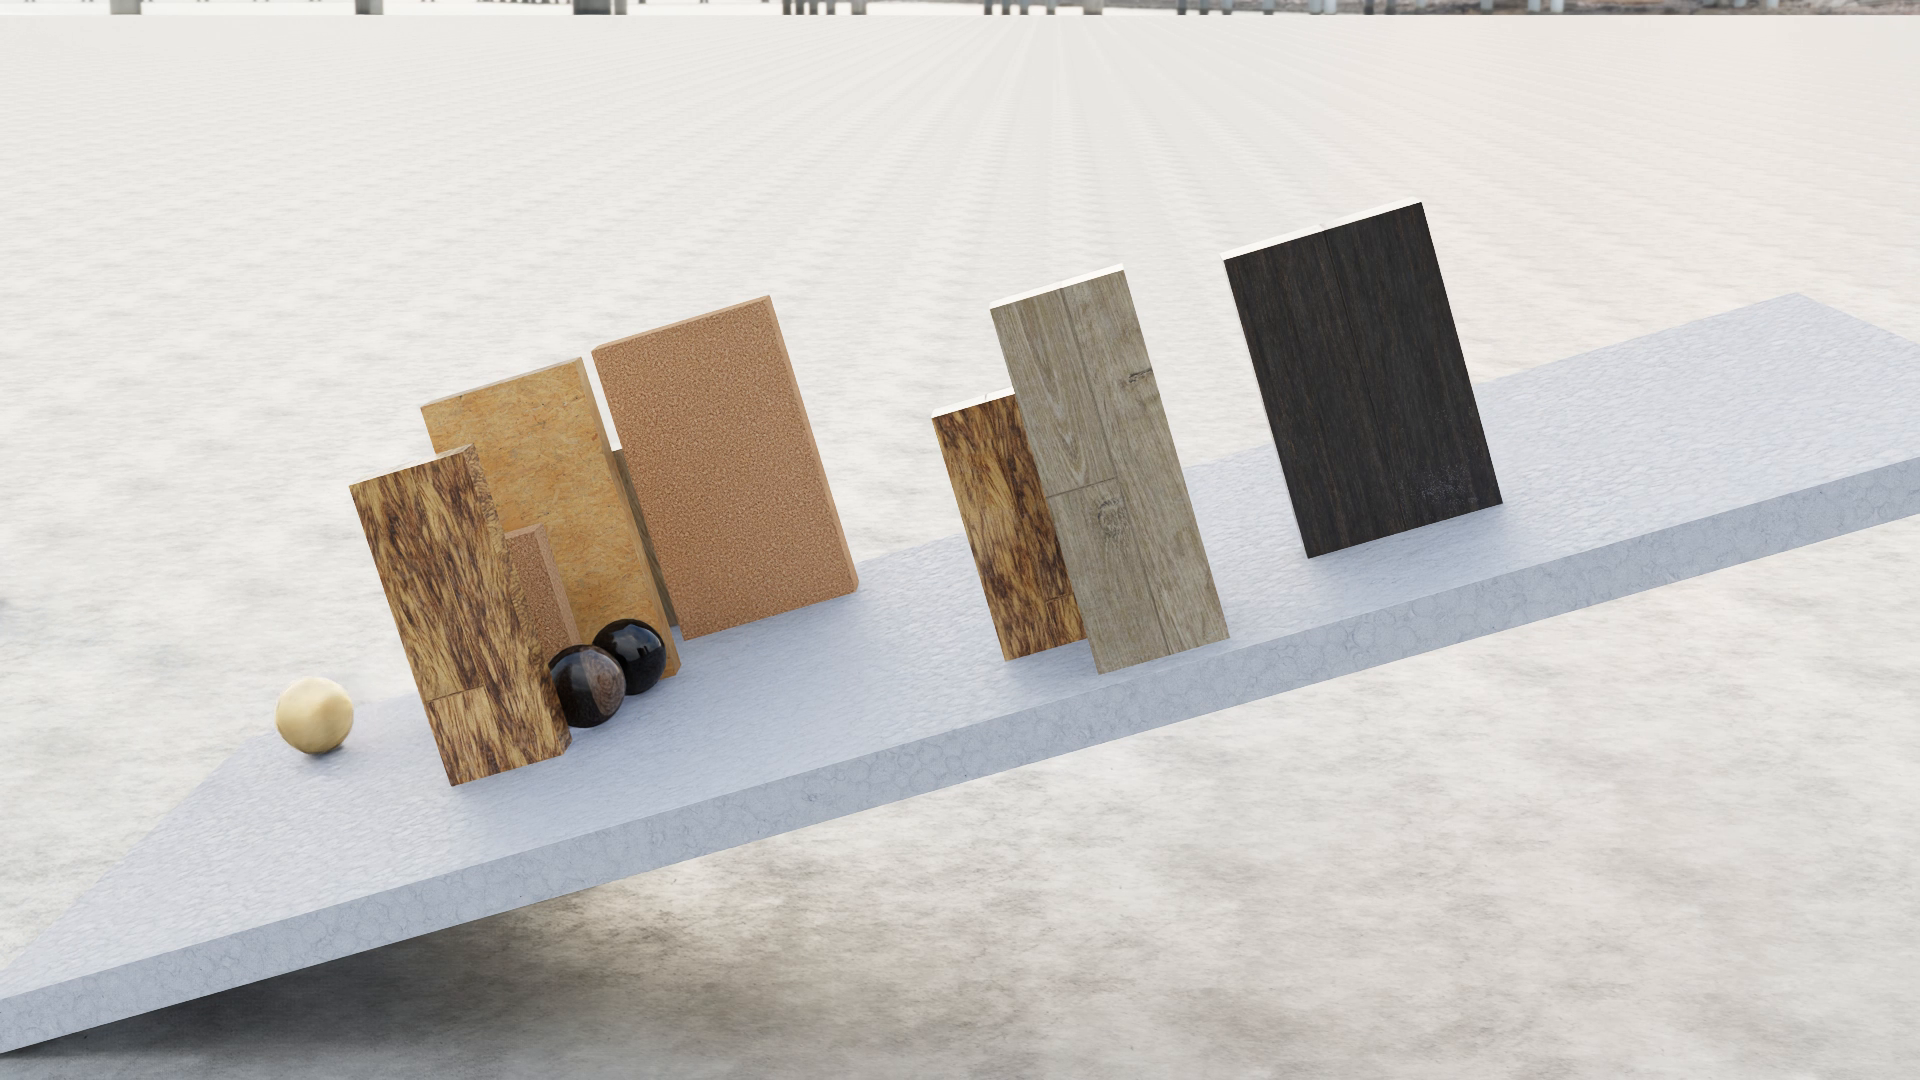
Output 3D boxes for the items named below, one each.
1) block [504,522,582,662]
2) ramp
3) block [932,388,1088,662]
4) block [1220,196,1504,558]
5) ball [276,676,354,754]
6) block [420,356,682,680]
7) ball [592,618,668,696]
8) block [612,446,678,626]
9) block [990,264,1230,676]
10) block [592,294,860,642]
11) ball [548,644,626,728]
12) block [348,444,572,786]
[{"bbox_3d":[-1.003,0.216,6.437,0.312,0.431,0.104,-16,10,5],"label":"block"},{"bbox_3d":[0.092,0.186,6.318,4.000,0.100,2.000,-16,10,5],"label":"ramp"},{"bbox_3d":[0.224,-0.068,5.742,0.430,0.502,0.110,-16,10,5],"label":"block"},{"bbox_3d":[0.795,-0.322,5.840,0.399,0.619,0.140,-16,10,5],"label":"block"},{"bbox_3d":[-1.523,0.414,6.946,0.182,0.182,0.182,0,11,0],"label":"ball"},{"bbox_3d":[-0.915,-0.004,6.605,0.360,0.739,0.102,-16,10,5],"label":"block"},{"bbox_3d":[-0.735,0.259,6.510,0.171,0.171,0.171,0,11,0],"label":"ball"},{"bbox_3d":[-0.805,-0.001,7.226,0.251,0.456,0.087,-16,10,5],"label":"block"},{"bbox_3d":[0.276,-0.129,5.396,0.251,0.705,0.115,-16,10,5],"label":"block"},{"bbox_3d":[-0.551,-0.170,6.956,0.427,0.721,0.119,-16,10,5],"label":"block"},{"bbox_3d":[-0.807,0.313,6.306,0.181,0.181,0.181,0,11,0],"label":"ball"},{"bbox_3d":[-1.039,0.157,6.140,0.248,0.666,0.120,-16,10,5],"label":"block"}]
